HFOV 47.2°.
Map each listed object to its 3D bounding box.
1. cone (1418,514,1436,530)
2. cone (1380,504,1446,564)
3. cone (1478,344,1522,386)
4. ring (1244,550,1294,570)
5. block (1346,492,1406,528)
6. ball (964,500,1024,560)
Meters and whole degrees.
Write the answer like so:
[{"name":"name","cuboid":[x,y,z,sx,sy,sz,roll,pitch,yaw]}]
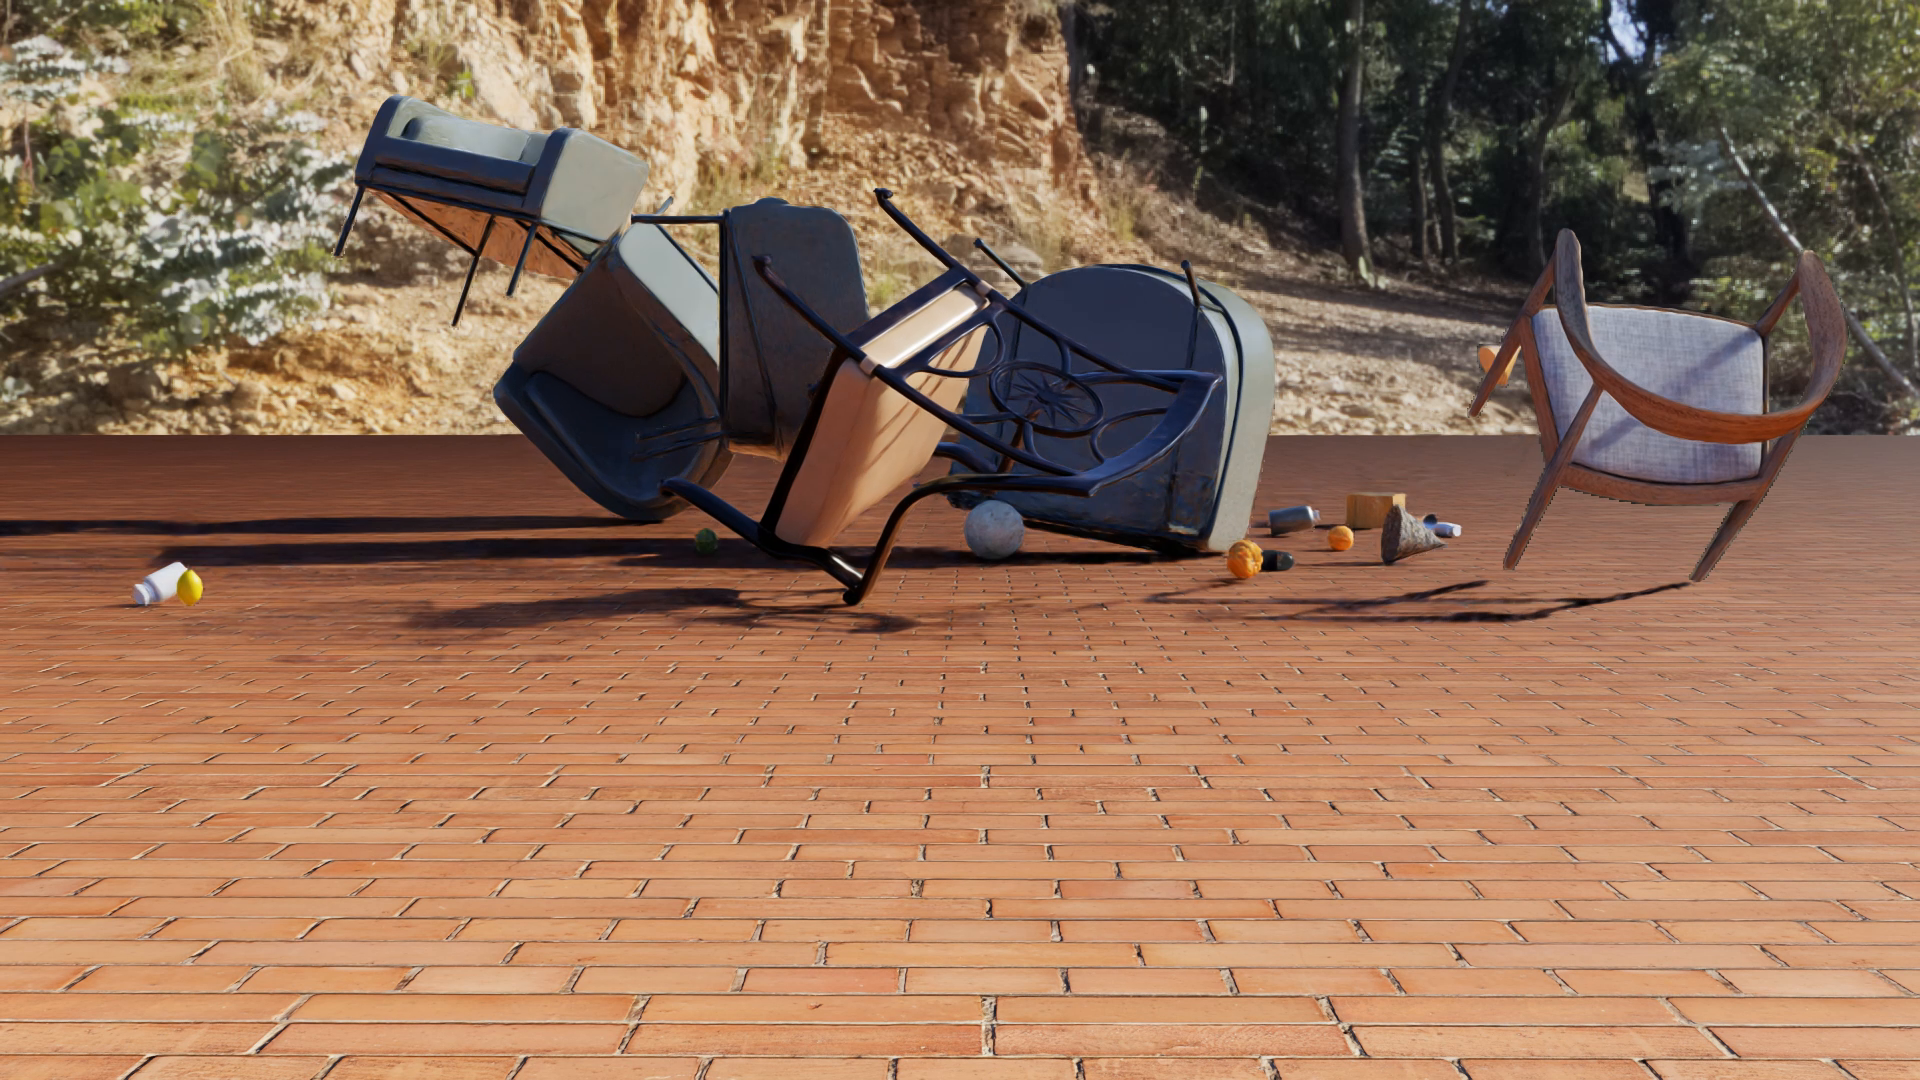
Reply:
[{"name":"cone","cuboid":[1.477,-0.059,7.034,0.053,0.054,0.085,-36,17,-21]},{"name":"cone","cuboid":[1.184,-0.001,5.674,0.151,0.159,0.147,11,-39,-7]},{"name":"cone","cuboid":[1.874,-0.632,7.527,0.126,0.151,0.273,-36,-12,1]},{"name":"ring","cuboid":[0.771,0.050,5.493,0.083,0.046,0.145,-2,5,-44]},{"name":"block","cuboid":[1.361,-0.098,7.192,0.151,0.106,0.196,2,4,24]},{"name":"ball","cuboid":[0.089,-0.026,5.772,0.159,0.159,0.159,0,4,0]}]
